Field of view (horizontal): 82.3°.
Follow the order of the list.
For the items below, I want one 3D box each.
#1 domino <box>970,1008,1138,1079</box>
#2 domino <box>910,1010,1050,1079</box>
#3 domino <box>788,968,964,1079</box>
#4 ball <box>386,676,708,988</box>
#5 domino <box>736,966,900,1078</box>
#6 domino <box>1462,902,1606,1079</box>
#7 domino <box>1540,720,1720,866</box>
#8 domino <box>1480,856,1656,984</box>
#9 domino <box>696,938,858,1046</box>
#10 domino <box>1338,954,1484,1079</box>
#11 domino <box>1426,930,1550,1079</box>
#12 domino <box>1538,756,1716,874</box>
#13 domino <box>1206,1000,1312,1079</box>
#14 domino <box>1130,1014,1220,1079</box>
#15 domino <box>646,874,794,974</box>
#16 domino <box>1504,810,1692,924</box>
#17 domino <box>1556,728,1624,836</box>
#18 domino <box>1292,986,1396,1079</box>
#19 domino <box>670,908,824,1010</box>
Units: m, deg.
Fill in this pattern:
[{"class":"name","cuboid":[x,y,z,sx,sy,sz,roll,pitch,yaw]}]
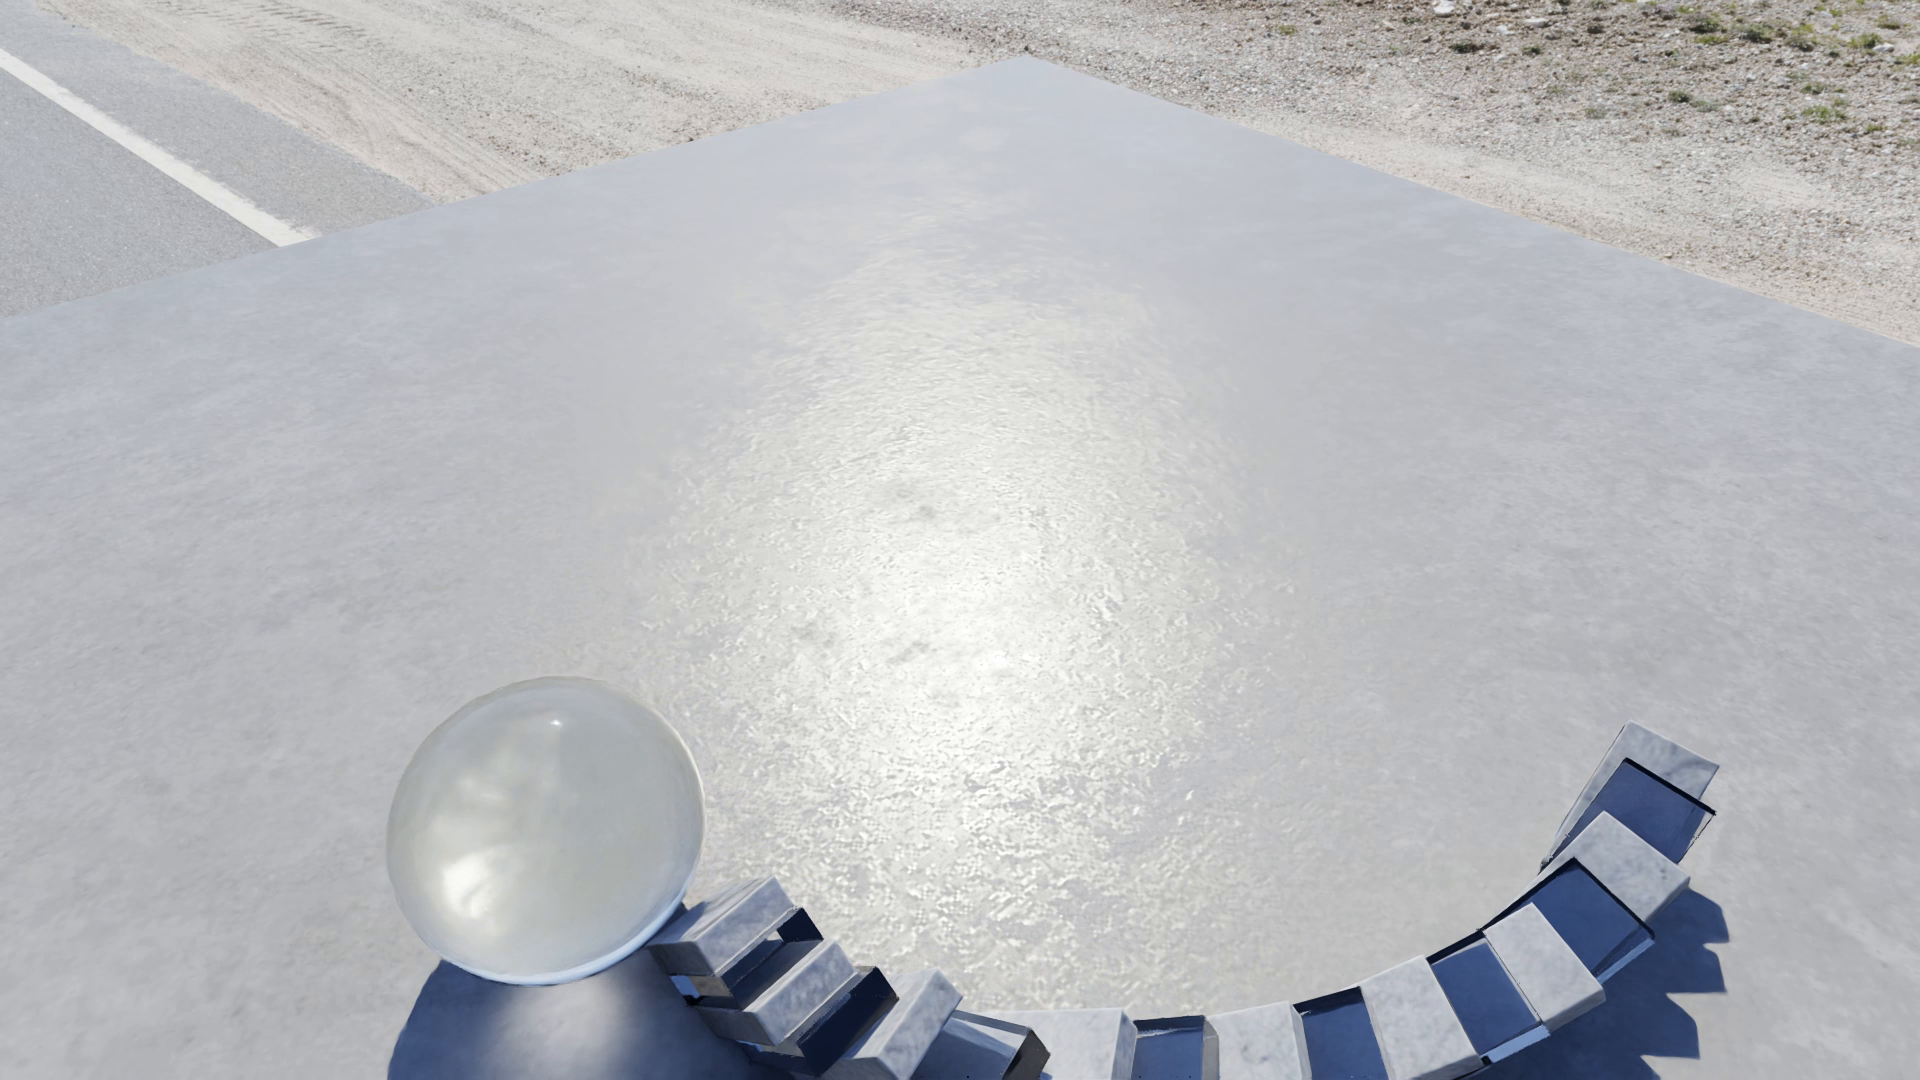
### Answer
[{"class":"domino","cuboid":[0.017,0.129,0.268,0.050,0.009,0.025,-16,31,29]},{"class":"domino","cuboid":[-0.005,0.127,0.266,0.050,0.009,0.025,-12,26,46]},{"class":"domino","cuboid":[-0.022,0.120,0.269,0.010,0.050,0.025,49,49,-4]},{"class":"ball","cuboid":[-0.109,0.077,0.294,0.080,0.080,0.080,0,39,0]},{"class":"domino","cuboid":[-0.037,0.118,0.272,0.025,0.050,0.010,-34,89,-34]},{"class":"domino","cuboid":[0.134,0.118,0.282,0.050,0.009,0.025,-33,43,5]},{"class":"domino","cuboid":[0.197,0.081,0.323,0.025,0.009,0.050,32,82,32]},{"class":"domino","cuboid":[0.153,0.110,0.290,0.050,0.010,0.025,-39,46,1]},{"class":"domino","cuboid":[-0.047,0.113,0.277,0.025,0.050,0.010,-34,89,-34]},{"class":"domino","cuboid":[0.098,0.125,0.271,0.050,0.009,0.025,-30,40,13]},{"class":"domino","cuboid":[0.116,0.122,0.275,0.050,0.009,0.025,-33,41,10]},{"class":"domino","cuboid":[0.187,0.090,0.312,0.025,0.009,0.050,37,85,33]},{"class":"domino","cuboid":[0.059,0.130,0.265,0.050,0.009,0.025,-22,36,22]},{"class":"domino","cuboid":[0.037,0.131,0.265,0.050,0.009,0.025,-18,32,27]},{"class":"domino","cuboid":[-0.064,0.102,0.291,0.025,0.050,0.010,-34,89,-34]},{"class":"domino","cuboid":[0.170,0.101,0.300,0.050,0.009,0.025,-43,49,-2]},{"class":"domino","cuboid":[0.210,0.082,0.344,0.025,0.010,0.050,31,49,32]},{"class":"domino","cuboid":[0.078,0.129,0.267,0.050,0.010,0.025,-25,37,18]},{"class":"domino","cuboid":[-0.056,0.108,0.284,0.025,0.050,0.009,-34,89,-34]}]
